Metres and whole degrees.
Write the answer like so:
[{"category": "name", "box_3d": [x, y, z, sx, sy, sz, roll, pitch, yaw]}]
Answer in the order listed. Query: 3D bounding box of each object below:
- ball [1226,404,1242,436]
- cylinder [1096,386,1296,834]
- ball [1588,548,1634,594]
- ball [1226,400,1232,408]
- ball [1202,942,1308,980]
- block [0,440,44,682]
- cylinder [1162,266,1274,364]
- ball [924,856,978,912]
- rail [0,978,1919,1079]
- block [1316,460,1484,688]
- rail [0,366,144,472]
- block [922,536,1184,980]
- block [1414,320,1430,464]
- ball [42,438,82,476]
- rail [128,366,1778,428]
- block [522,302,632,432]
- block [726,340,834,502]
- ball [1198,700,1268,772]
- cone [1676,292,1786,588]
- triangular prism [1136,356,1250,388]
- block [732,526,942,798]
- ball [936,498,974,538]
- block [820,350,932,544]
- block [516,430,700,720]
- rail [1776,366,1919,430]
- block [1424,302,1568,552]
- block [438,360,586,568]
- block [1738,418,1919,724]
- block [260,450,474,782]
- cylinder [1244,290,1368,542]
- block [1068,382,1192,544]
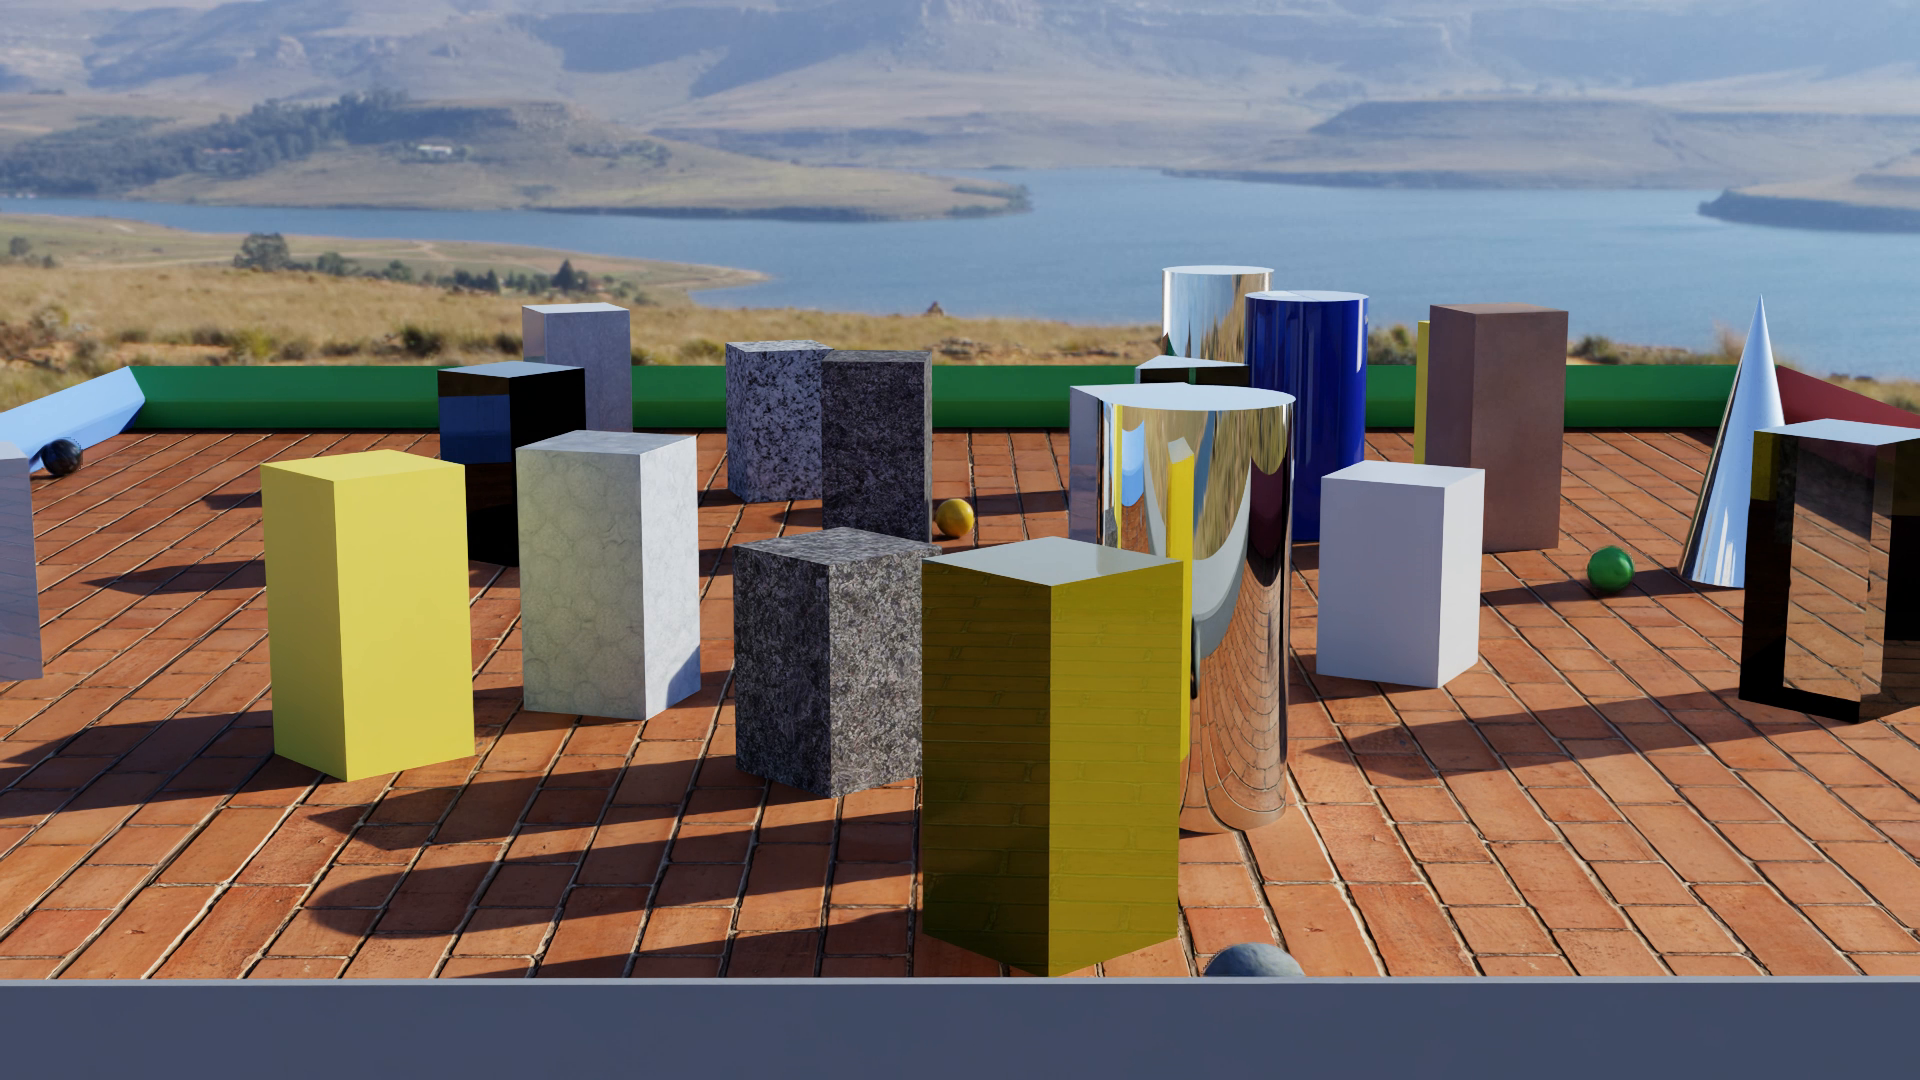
[{"category": "ball", "box_3d": [0.546, -0.237, 5.062, 0.063, 0.063, 0.063, 0, 11, 0]}, {"category": "cylinder", "box_3d": [0.228, 0.063, 2.509, 0.190, 0.408, 0.190, 0, 11, 0]}, {"category": "ball", "box_3d": [0.904, 0.042, 3.564, 0.063, 0.063, 0.063, 0, 11, 0]}, {"category": "ball", "box_3d": [0.518, -0.249, 5.120, 0.066, 0.066, 0.066, 0, 11, 0]}, {"category": "ball", "box_3d": [0.219, 0.341, 1.907, 0.083, 0.083, 0.083, 0, 11, 0]}, {"category": "block", "box_3d": [-1.201, 0.028, 3.081, 0.152, 0.267, 0.152, -5, 12, -27]}, {"category": "cylinder", "box_3d": [0.440, -0.274, 4.401, 0.190, 0.378, 0.190, 0, 11, 0]}, {"category": "ball", "box_3d": [-0.008, 0.298, 2.223, 0.048, 0.048, 0.048, 0, 11, 0]}, {"category": "rail", "box_3d": [0.010, 0.350, 1.743, 3.328, 0.124, 0.045, 0, 11, 0]}, {"category": "block", "box_3d": [0.533, 0.038, 3.103, 0.152, 0.240, 0.152, 6, 12, 28]}, {"category": "rail", "box_3d": [-1.640, 0.034, 3.440, 0.045, 0.124, 3.519, 0, 11, 0]}, {"category": "block", "box_3d": [0.076, 0.175, 2.140, 0.152, 0.323, 0.152, -10, 14, -42]}, {"category": "block", "box_3d": [0.869, -0.214, 4.297, 0.152, 0.298, 0.152, -4, 11, -22]}, {"category": "ball", "box_3d": [-1.601, -0.147, 4.572, 0.067, 0.067, 0.067, 0, 11, 0]}, {"category": "rail", "box_3d": [-0.010, -0.286, 5.156, 3.328, 0.124, 0.045, 0, 11, 0]}, {"category": "block", "box_3d": [-0.673, -0.257, 4.516, 0.152, 0.303, 0.152, -5, 11, -23]}, {"category": "block", "box_3d": [-0.306, -0.205, 4.369, 0.152, 0.254, 0.152, -3, 11, -18]}, {"category": "ball", "box_3d": [0.284, 0.204, 2.668, 0.073, 0.073, 0.073, 0, 11, 0]}, {"category": "cone", "box_3d": [1.129, -0.150, 3.656, 0.190, 0.408, 0.190, 0, 11, 0]}, {"category": "triangular prism", "box_3d": [0.307, -0.100, 3.652, 0.165, 0.311, 0.143, -3, 11, -13]}, {"category": "block", "box_3d": [-0.126, 0.122, 2.655, 0.152, 0.238, 0.152, -10, 14, -43]}, {"category": "ball", "box_3d": [-0.008, -0.034, 3.981, 0.061, 0.061, 0.061, 0, 11, 0]}, {"category": "block", "box_3d": [-0.123, -0.131, 3.862, 0.152, 0.294, 0.152, 1, 11, 4]}, {"category": "block", "box_3d": [-0.401, 0.037, 2.944, 0.152, 0.301, 0.152, 3, 11, 18]}, {"category": "rail", "box_3d": [1.640, 0.030, 3.459, 0.045, 0.124, 3.519, 0, 11, 0]}, {"category": "block", "box_3d": [0.815, -0.174, 3.916, 0.152, 0.360, 0.152, -3, 11, -16]}, {"category": "block", "box_3d": [-0.665, -0.117, 3.827, 0.152, 0.279, 0.152, 8, 13, 36]}, {"category": "block", "box_3d": [1.010, 0.031, 2.937, 0.152, 0.314, 0.152, -9, 14, -40]}, {"category": "block", "box_3d": [-0.624, 0.075, 2.708, 0.152, 0.313, 0.152, -10, 14, -42]}, {"category": "cylinder", "box_3d": [0.536, -0.196, 4.002, 0.190, 0.370, 0.190, 0, 11, 0]}, {"category": "block", "box_3d": [0.231, -0.024, 3.209, 0.152, 0.324, 0.152, -3, 11, -15]}]
